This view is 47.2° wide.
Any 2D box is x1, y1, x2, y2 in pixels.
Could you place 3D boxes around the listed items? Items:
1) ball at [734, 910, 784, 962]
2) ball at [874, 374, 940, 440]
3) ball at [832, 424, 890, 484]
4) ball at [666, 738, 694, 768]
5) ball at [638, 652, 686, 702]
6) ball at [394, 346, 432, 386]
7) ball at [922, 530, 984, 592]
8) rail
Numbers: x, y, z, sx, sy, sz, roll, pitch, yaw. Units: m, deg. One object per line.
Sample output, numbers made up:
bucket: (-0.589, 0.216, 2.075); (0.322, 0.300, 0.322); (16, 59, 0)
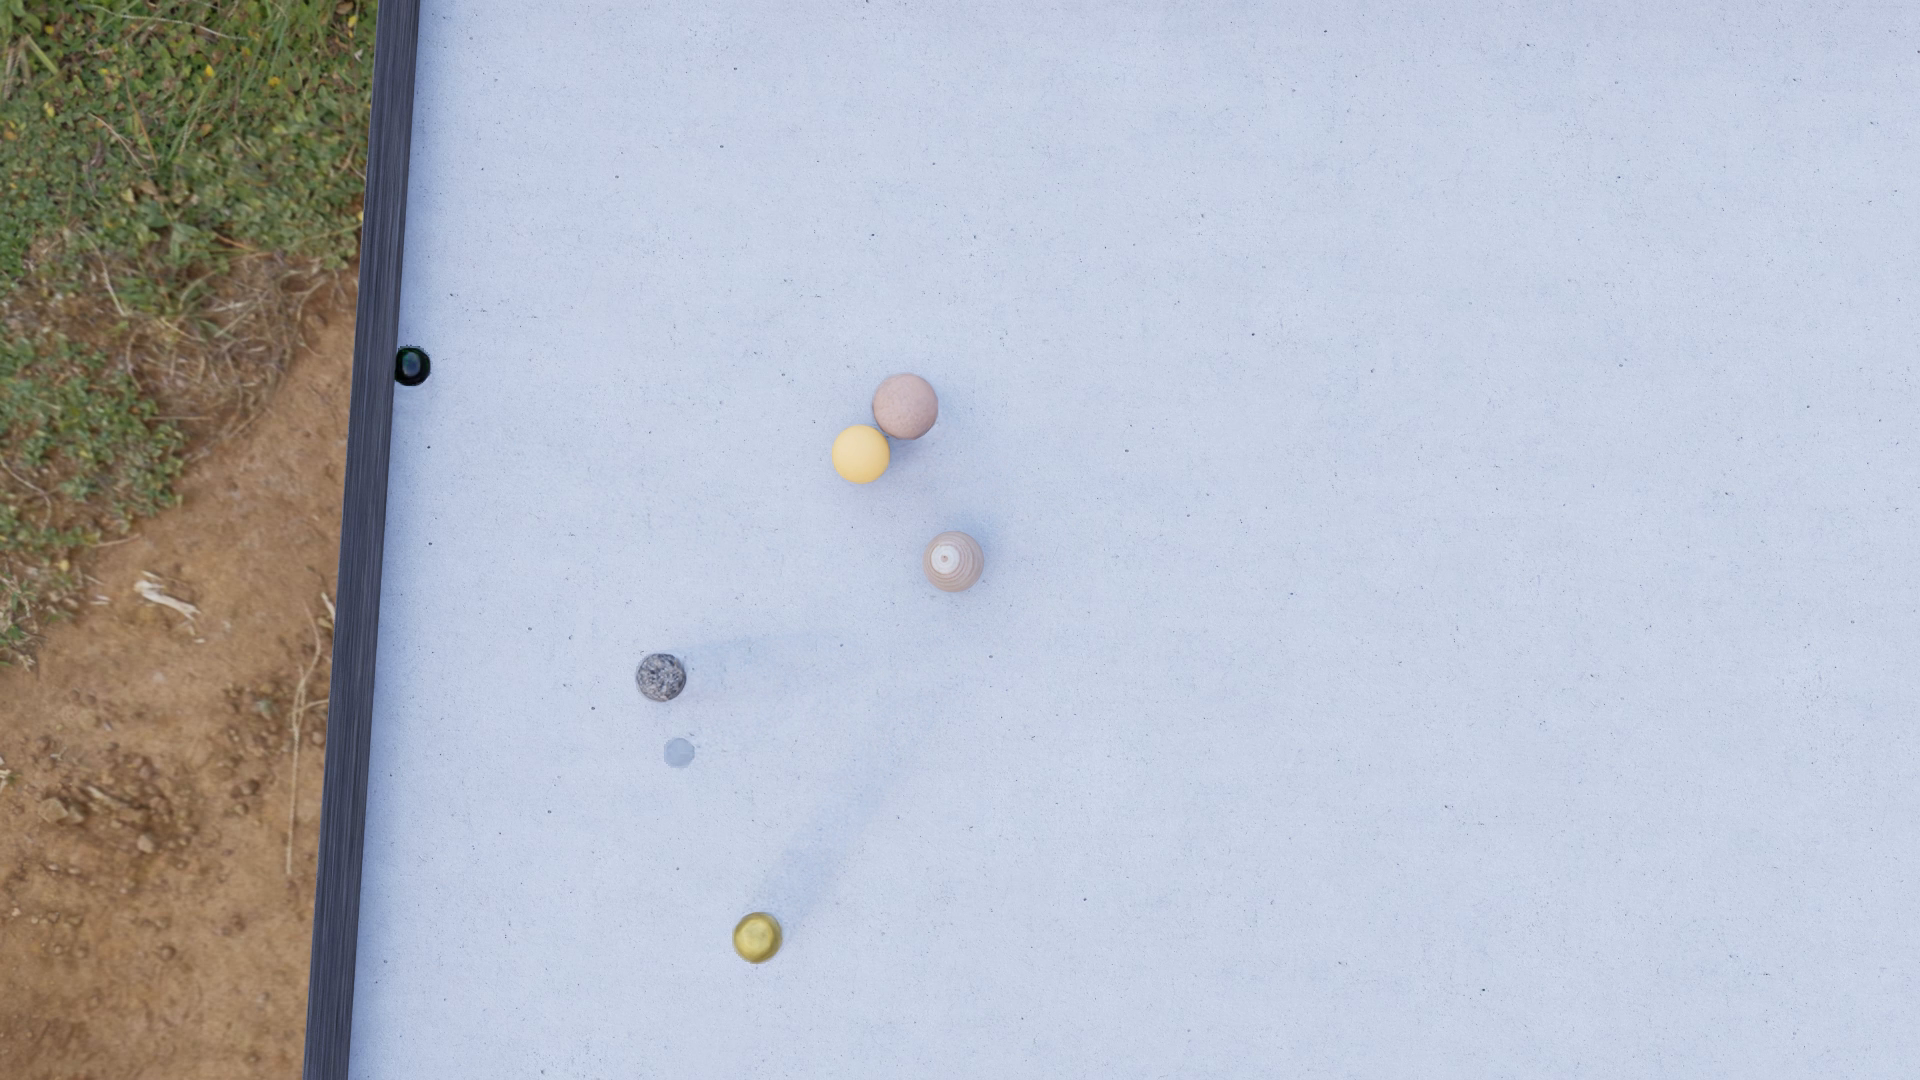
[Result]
ball: (-0.291, 0.573, 3.181); (0.072, 0.072, 0.072); (0, 80, 0)
ball: (-0.081, -0.199, 3.303); (0.100, 0.100, 0.100); (0, 80, 0)
ball: (-0.149, -0.129, 3.296); (0.089, 0.089, 0.089); (0, 80, 0)
ball: (-0.412, 0.314, 3.242); (0.042, 0.042, 0.042); (0, 80, 0)
ball: (-0.440, 0.203, 3.246); (0.072, 0.072, 0.072); (0, 80, 0)
ball: (-0.832, -0.263, 3.334); (0.060, 0.060, 0.060); (0, 80, 0)
ball: (-0.010, 0.032, 3.266); (0.092, 0.092, 0.092); (0, 80, 0)
rail: (-0.875, -0.023, 3.256); (0.045, 0.130, 2.021); (1, 80, 0)
